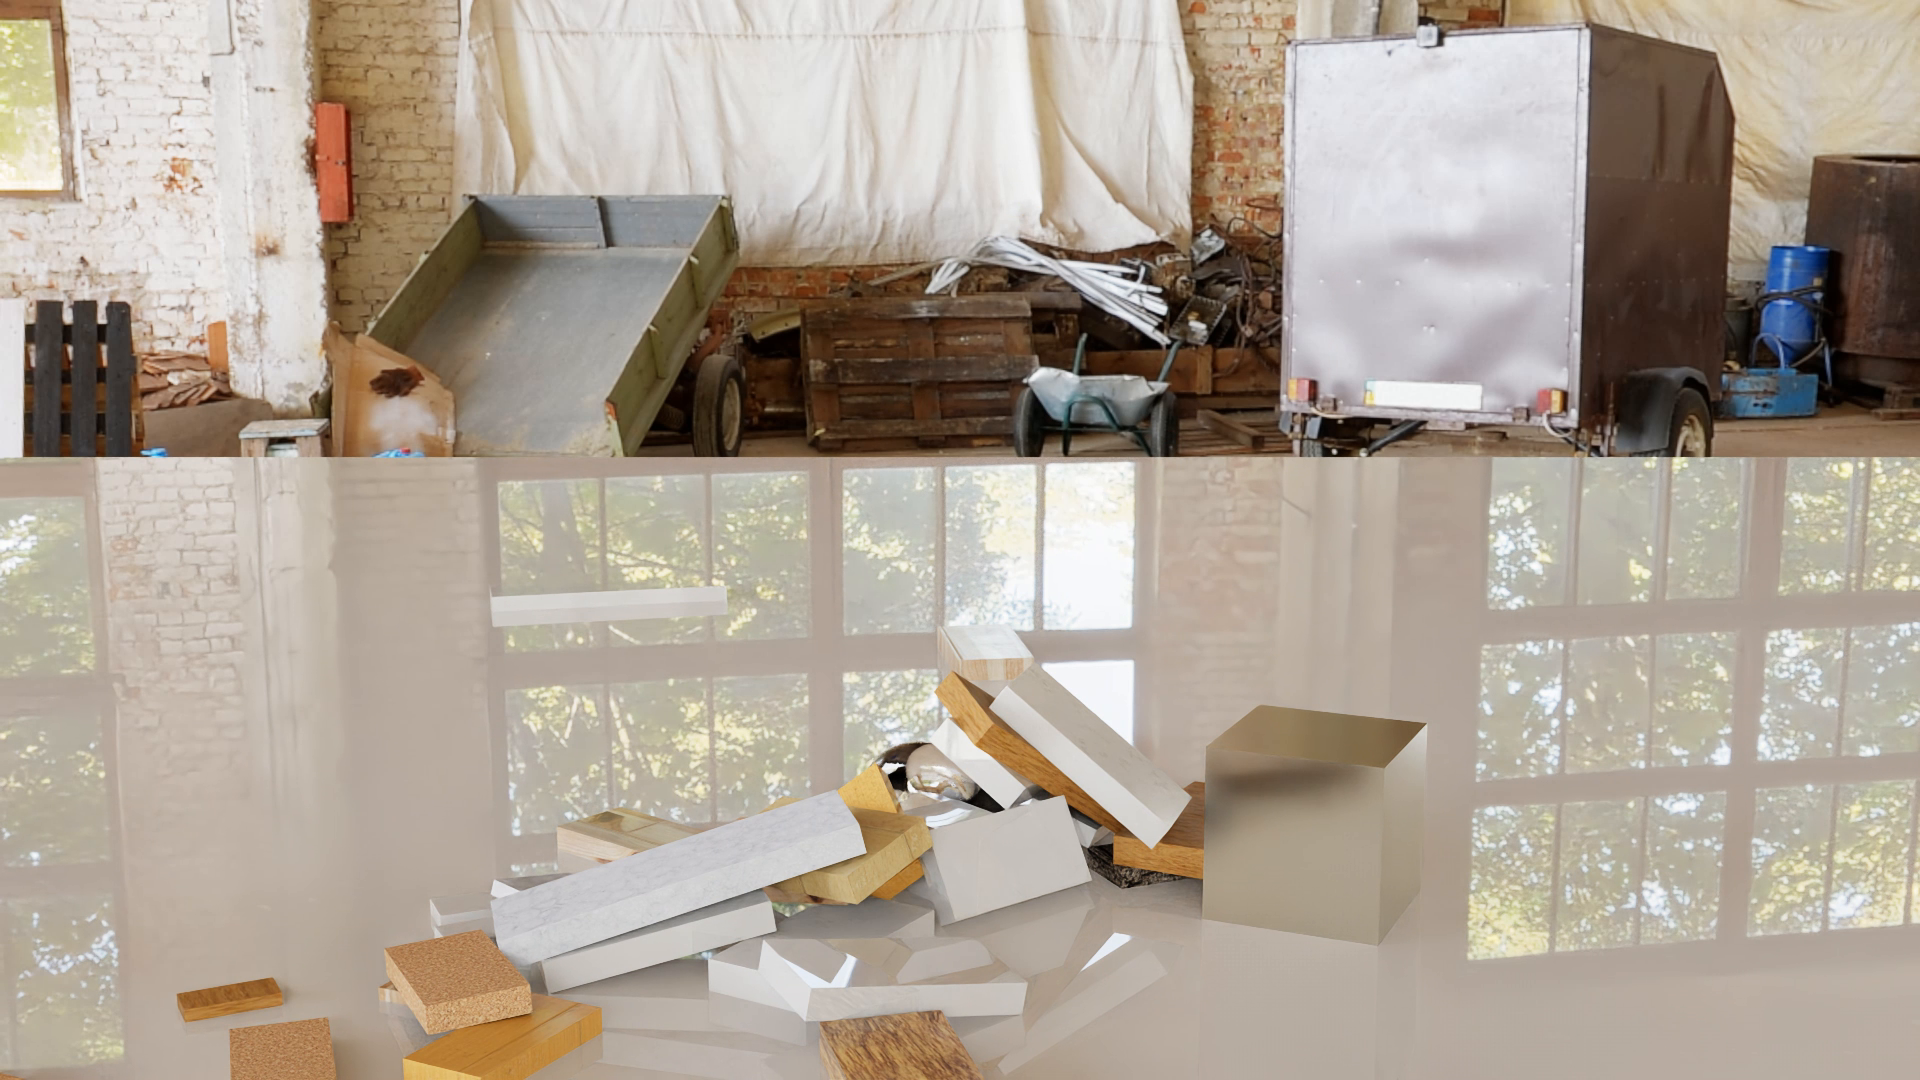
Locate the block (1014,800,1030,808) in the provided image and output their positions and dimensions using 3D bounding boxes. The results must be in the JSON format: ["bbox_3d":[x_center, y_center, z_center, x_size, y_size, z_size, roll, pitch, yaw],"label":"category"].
[{"bbox_3d":[0.131,0.477,4.165,0.141,0.040,0.283,0,11,2],"label":"block"}]

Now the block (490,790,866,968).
[{"bbox_3d":[-0.432,0.515,3.361,0.559,0.049,0.174,-17,15,-11],"label":"block"}]

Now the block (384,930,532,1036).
[{"bbox_3d":[-0.725,0.632,3.165,0.145,0.041,0.291,-8,9,-24],"label":"block"}]

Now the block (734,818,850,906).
[{"bbox_3d":[-0.277,0.523,3.599,0.350,0.050,0.175,-5,23,37],"label":"block"}]

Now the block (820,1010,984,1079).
[{"bbox_3d":[-0.067,0.712,2.879,0.172,0.049,0.344,-3,11,-14],"label":"block"}]

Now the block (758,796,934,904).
[{"bbox_3d":[-0.225,0.488,3.488,0.347,0.049,0.174,1,26,46],"label":"block"}]

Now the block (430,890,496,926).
[{"bbox_3d":[-0.763,0.596,3.570,0.175,0.025,0.087,-5,11,-24],"label":"block"}]

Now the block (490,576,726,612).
[{"bbox_3d":[-0.952,0.144,5.959,0.624,0.040,0.141,-3,11,-14],"label":"block"}]

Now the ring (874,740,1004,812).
[{"bbox_3d":[-0.039,0.449,3.842,0.265,0.265,0.088,3,48,15],"label":"ring"}]

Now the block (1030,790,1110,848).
[{"bbox_3d":[0.207,0.484,3.915,0.125,0.035,0.250,26,8,14],"label":"block"}]

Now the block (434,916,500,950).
[{"bbox_3d":[-0.727,0.618,3.452,0.175,0.025,0.087,-6,12,-28],"label":"block"}]

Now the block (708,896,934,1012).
[{"bbox_3d":[-0.206,0.624,3.353,0.175,0.050,0.350,6,12,31],"label":"block"}]

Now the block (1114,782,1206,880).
[{"bbox_3d":[0.422,0.501,3.817,0.178,0.050,0.356,6,12,28],"label":"block"}]

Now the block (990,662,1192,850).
[{"bbox_3d":[0.223,0.361,3.723,0.356,0.050,0.178,41,19,7],"label":"block"}]

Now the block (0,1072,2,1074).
[{"bbox_3d":[-1.310,0.730,2.864,0.068,0.019,0.136,0,11,0],"label":"block"}]

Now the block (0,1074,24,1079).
[{"bbox_3d":[-1.234,0.740,2.692,0.145,0.041,0.291,11,13,11],"label":"block"}]

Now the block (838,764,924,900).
[{"bbox_3d":[-0.146,0.493,3.649,0.125,0.035,0.250,-36,38,6],"label":"block"}]

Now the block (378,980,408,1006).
[{"bbox_3d":[-0.793,0.655,3.266,0.068,0.019,0.136,4,11,23],"label":"block"}]

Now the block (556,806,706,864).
[{"bbox_3d":[-0.550,0.534,3.854,0.299,0.042,0.149,9,14,39],"label":"block"}]

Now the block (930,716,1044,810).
[{"bbox_3d":[0.065,0.373,3.786,0.174,0.049,0.347,41,7,11],"label":"block"}]

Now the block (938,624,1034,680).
[{"bbox_3d":[0.058,0.267,5.268,0.178,0.050,0.356,-2,11,-8],"label":"block"}]

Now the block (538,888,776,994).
[{"bbox_3d":[-0.473,0.592,3.366,0.350,0.050,0.175,-13,14,-16],"label":"block"}]

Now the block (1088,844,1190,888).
[{"bbox_3d":[0.360,0.549,3.794,0.250,0.035,0.125,-5,12,-24],"label":"block"}]

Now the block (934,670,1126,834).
[{"bbox_3d":[0.142,0.374,3.779,0.416,0.049,0.172,35,8,-36],"label":"block"}]

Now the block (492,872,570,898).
[{"bbox_3d":[-0.666,0.571,3.570,0.087,0.025,0.175,16,5,32],"label":"block"}]

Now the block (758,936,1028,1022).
[{"bbox_3d":[-0.096,0.627,3.154,0.344,0.049,0.172,5,11,-29],"label":"block"}]

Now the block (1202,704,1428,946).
[{"bbox_3d":[0.582,0.457,3.594,0.288,0.288,0.288,5,12,24],"label":"block"}]

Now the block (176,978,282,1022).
[{"bbox_3d":[-1.061,0.668,3.197,0.136,0.019,0.068,-6,12,-28],"label":"block"}]

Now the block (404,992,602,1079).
[{"bbox_3d":[-0.623,0.693,3.015,0.131,0.037,0.262,5,12,27],"label":"block"}]

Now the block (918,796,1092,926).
[{"bbox_3d":[0.072,0.524,3.610,0.299,0.149,0.042,-9,-14,-40],"label":"block"}]

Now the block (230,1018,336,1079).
[{"bbox_3d":[-0.900,0.709,2.925,0.131,0.037,0.262,-4,11,-18],"label":"block"}]

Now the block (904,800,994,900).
[{"bbox_3d":[-0.019,0.522,3.687,0.128,0.128,0.128,-8,13,-38],"label":"block"}]
